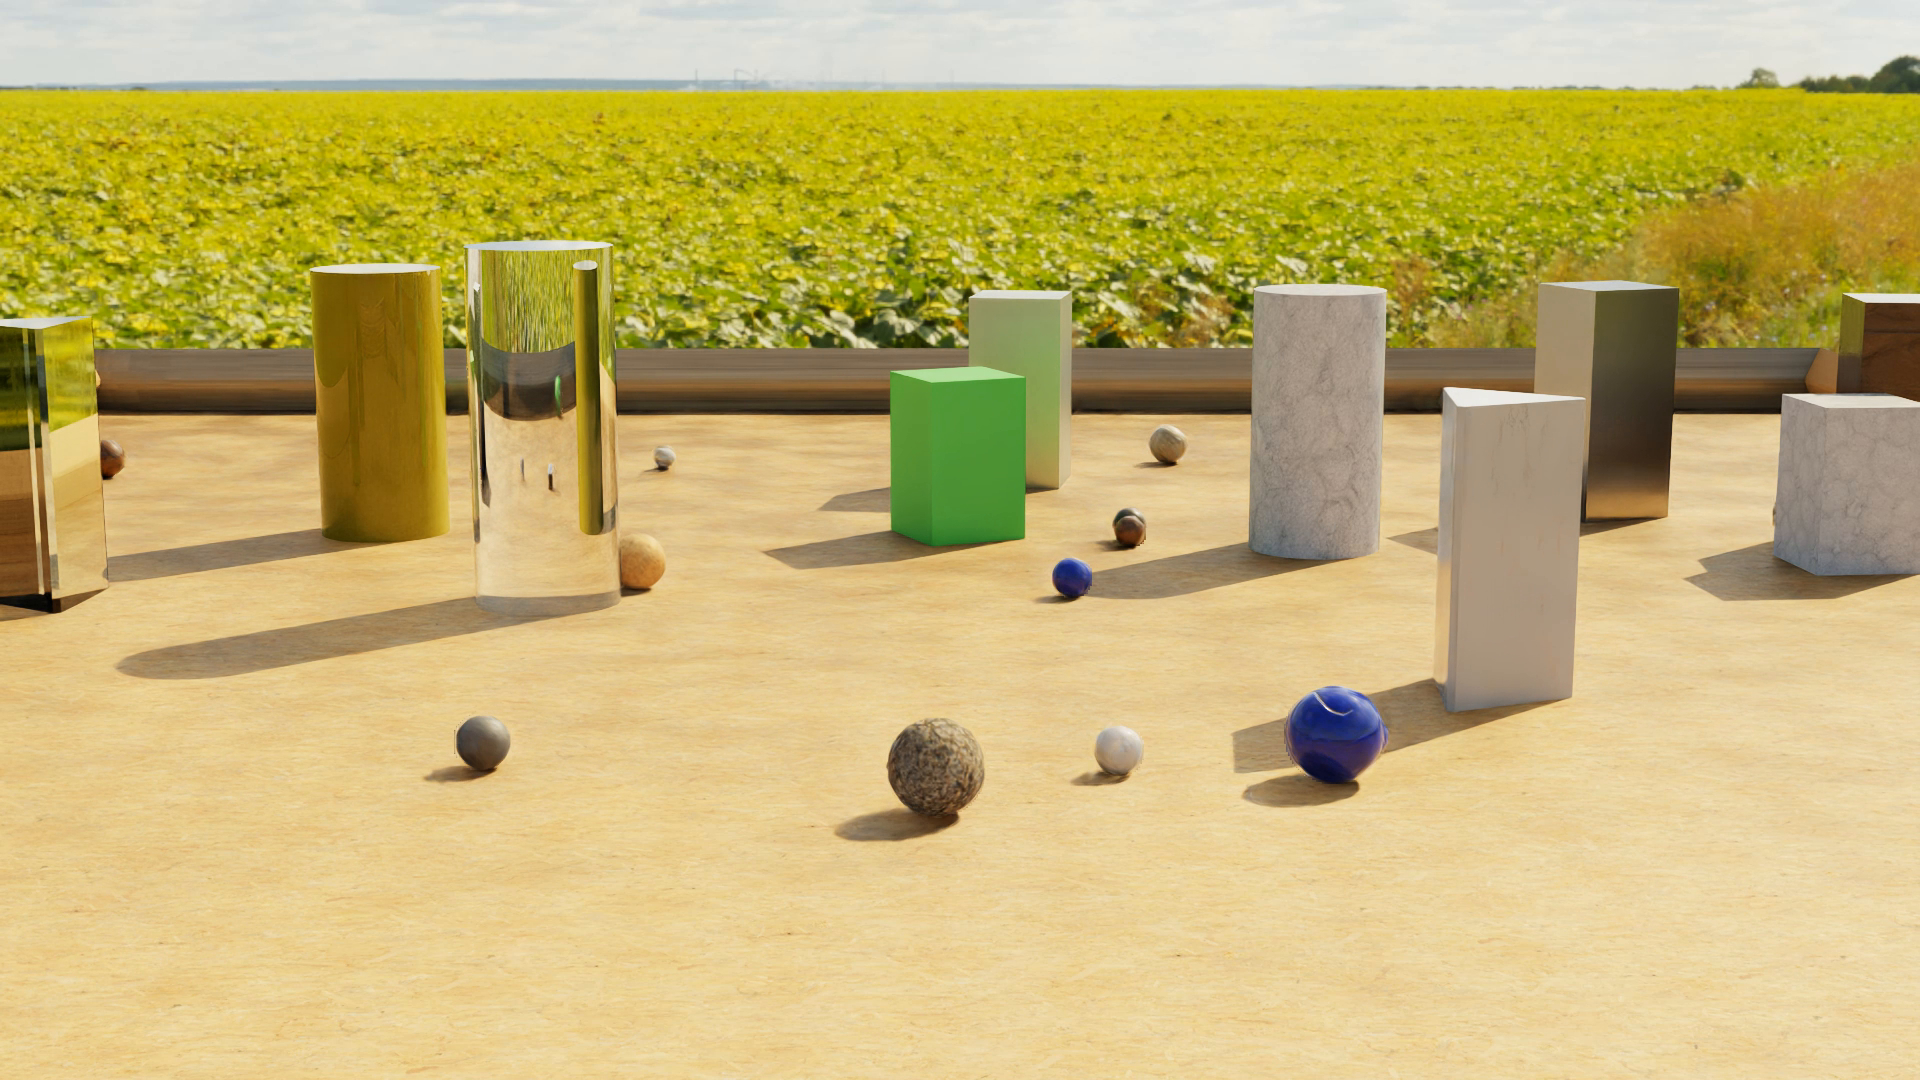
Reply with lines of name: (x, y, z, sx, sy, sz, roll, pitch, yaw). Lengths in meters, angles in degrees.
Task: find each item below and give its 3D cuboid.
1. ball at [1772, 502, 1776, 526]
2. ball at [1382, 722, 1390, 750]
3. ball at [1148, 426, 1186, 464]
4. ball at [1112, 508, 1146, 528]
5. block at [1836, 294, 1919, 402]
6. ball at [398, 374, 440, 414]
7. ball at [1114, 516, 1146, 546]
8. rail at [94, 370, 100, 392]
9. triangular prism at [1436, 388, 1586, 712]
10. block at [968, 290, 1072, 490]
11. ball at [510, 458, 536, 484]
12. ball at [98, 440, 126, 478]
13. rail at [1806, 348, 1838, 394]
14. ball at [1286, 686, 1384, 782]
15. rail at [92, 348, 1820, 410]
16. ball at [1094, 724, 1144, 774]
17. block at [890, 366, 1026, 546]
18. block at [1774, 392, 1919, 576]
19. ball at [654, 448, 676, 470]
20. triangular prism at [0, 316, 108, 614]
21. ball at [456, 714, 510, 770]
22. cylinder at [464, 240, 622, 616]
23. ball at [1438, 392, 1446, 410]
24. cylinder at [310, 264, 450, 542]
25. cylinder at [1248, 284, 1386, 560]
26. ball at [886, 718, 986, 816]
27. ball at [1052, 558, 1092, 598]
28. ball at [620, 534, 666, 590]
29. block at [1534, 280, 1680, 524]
ball: (1.290, -0.037, 3.915, 0.099, 0.099, 0.099, 0, 10, 0)
ball: (0.438, 0.210, 2.742, 0.041, 0.041, 0.041, 0, 10, 0)
ball: (0.385, -0.178, 4.757, 0.070, 0.070, 0.070, 0, 10, 0)
ball: (0.263, -0.025, 3.984, 0.051, 0.051, 0.051, 0, 10, 0)
block: (1.458, -0.188, 3.982, 0.159, 0.373, 0.159, 1, 11, 7)
ball: (-1.143, -0.307, 5.416, 0.085, 0.085, 0.085, 0, 10, 0)
ball: (0.261, -0.014, 3.935, 0.047, 0.047, 0.047, 0, 10, 0)
rail: (-1.834, 0.035, 3.438, 0.045, 0.129, 4.174, 0, 10, 0)
triangular prism: (0.607, 0.004, 3.001, 0.173, 0.351, 0.149, -5, 11, -24)
block: (0.107, -0.268, 4.528, 0.159, 0.331, 0.159, 2, 11, 10)
ball: (-0.771, -0.123, 4.526, 0.047, 0.047, 0.047, 0, 10, 0)
ball: (-1.530, -0.146, 4.594, 0.068, 0.068, 0.068, 0, 10, 0)
rail: (1.834, 0.031, 3.459, 0.045, 0.129, 4.174, 0, 10, 0)
ball: (0.386, 0.199, 2.638, 0.100, 0.100, 0.100, 0, 10, 0)
rail: (-0.012, -0.342, 5.478, 3.716, 0.129, 0.045, 0, 10, 0)
ball: (0.165, 0.218, 2.669, 0.051, 0.051, 0.051, 0, 10, 0)
block: (-0.004, -0.134, 4.017, 0.159, 0.253, 0.159, -5, 12, -24)
block: (1.312, -0.084, 3.776, 0.159, 0.244, 0.159, -1, 11, -5)
ball: (-0.540, -0.149, 4.685, 0.041, 0.041, 0.041, 0, 10, 0)
triangular prism: (-1.246, -0.110, 3.529, 0.173, 0.384, 0.149, 7, 13, 33)
ball: (-0.500, 0.212, 2.688, 0.057, 0.057, 0.057, 0, 10, 0)
cylinder: (-0.566, -0.156, 3.491, 0.199, 0.488, 0.199, 0, 10, 0)
ball: (1.044, -0.297, 5.469, 0.045, 0.045, 0.045, 0, 10, 0)
cylinder: (-0.909, -0.218, 4.027, 0.199, 0.416, 0.199, 0, 10, 0)
cylinder: (0.542, -0.183, 3.895, 0.199, 0.394, 0.199, 0, 10, 0)
ball: (-0.023, 0.223, 2.521, 0.097, 0.097, 0.097, 0, 10, 0)
ball: (0.154, 0.052, 3.560, 0.055, 0.055, 0.055, 0, 10, 0)
ball: (-0.453, 0.030, 3.612, 0.079, 0.079, 0.079, 0, 10, 0)
block: (1.053, -0.229, 4.202, 0.159, 0.374, 0.159, -4, 11, -21)
